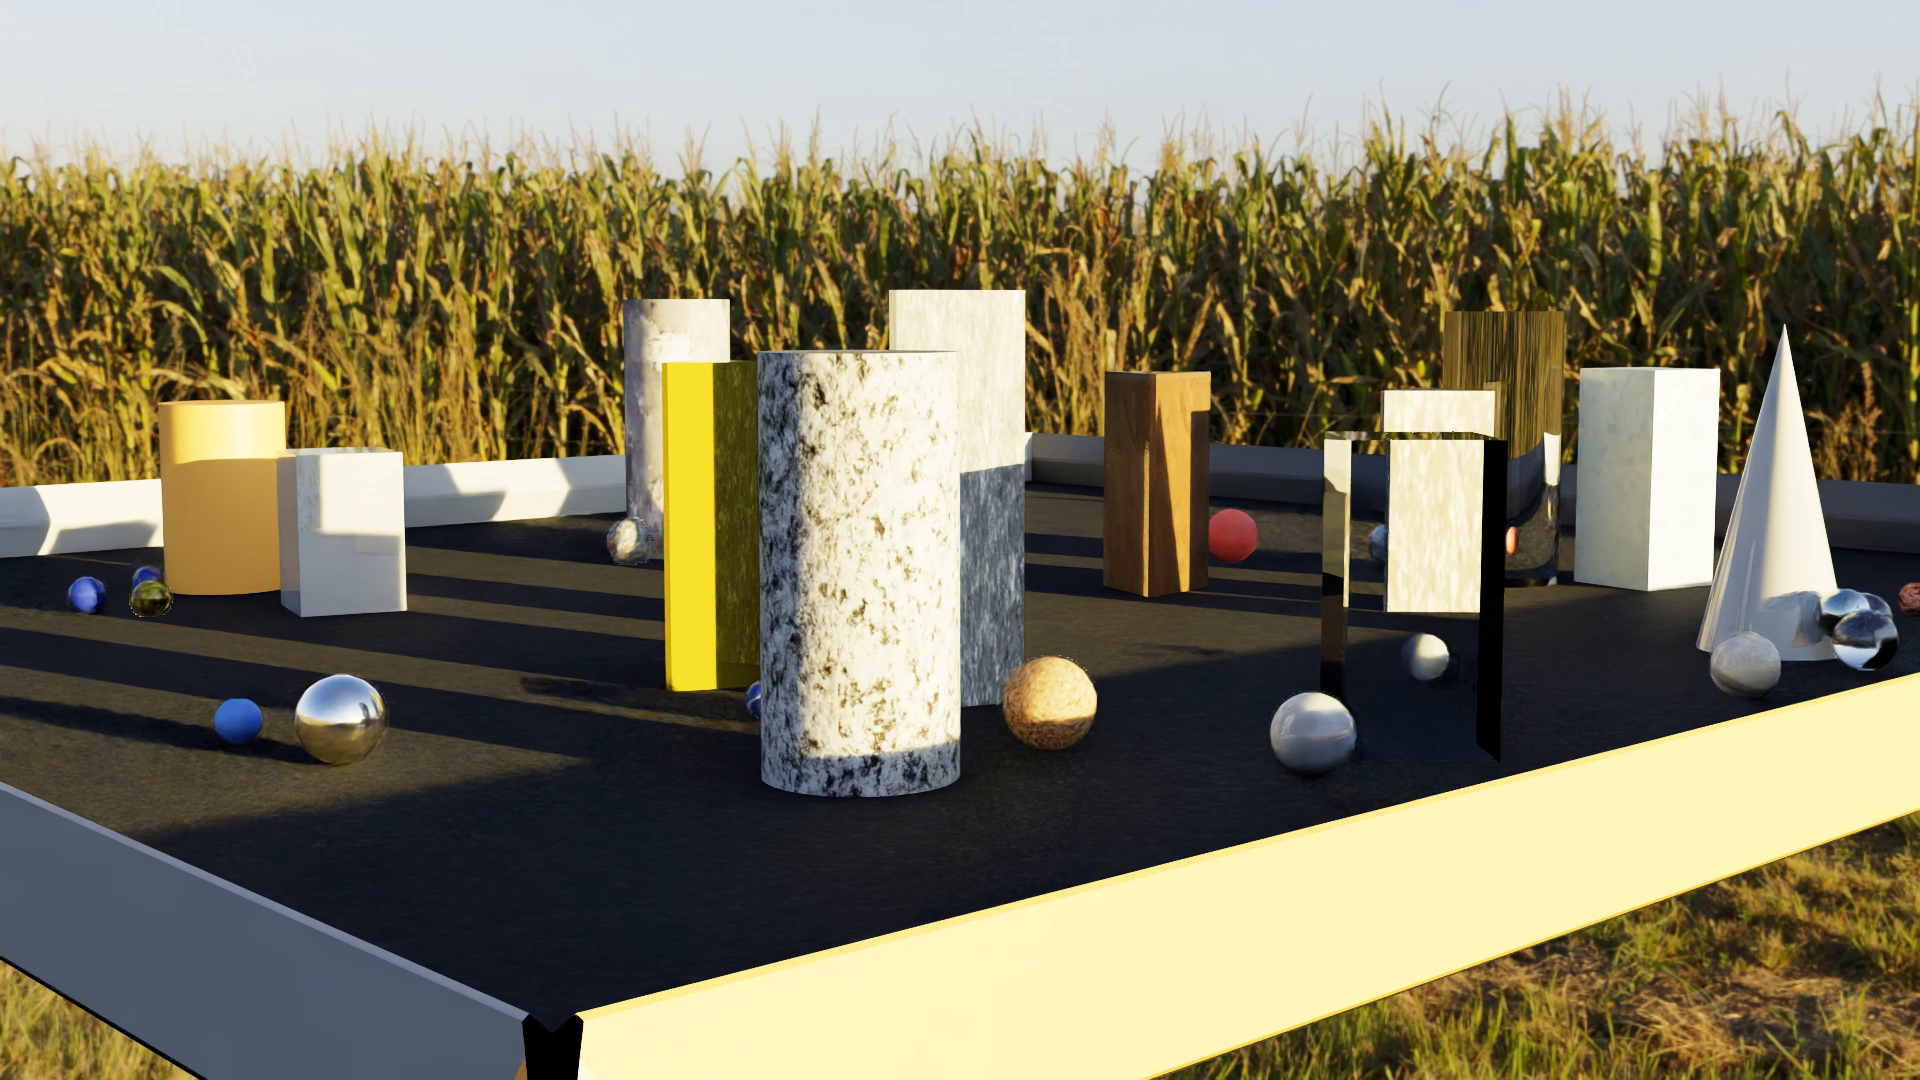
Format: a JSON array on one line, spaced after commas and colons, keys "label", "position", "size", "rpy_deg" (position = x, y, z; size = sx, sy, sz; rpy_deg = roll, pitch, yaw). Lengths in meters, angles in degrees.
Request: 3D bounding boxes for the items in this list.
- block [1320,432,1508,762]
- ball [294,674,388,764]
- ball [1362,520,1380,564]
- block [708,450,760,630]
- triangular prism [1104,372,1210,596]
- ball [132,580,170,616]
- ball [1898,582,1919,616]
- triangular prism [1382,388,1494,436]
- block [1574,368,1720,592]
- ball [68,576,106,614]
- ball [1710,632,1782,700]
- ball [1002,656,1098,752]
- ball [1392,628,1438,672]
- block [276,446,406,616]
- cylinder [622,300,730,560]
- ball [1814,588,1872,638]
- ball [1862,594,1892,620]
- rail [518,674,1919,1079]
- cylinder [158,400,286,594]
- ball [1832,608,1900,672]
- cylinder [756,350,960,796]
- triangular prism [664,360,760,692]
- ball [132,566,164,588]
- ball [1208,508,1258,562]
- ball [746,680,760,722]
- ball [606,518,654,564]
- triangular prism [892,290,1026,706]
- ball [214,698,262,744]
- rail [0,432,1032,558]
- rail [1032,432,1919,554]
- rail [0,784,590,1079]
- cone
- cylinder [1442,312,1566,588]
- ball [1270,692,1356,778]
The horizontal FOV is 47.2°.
[{"label": "block", "position": [0.454, 0.053, 2.220], "size": [0.152, 0.317, 0.152], "rpy_deg": [0, 6, 0]}, {"label": "ball", "position": [-0.606, 0.176, 2.151], "size": [0.088, 0.088, 0.088], "rpy_deg": [0, 6, 0]}, {"label": "ball", "position": [0.736, 0.005, 3.789], "size": [0.083, 0.083, 0.083], "rpy_deg": [0, 6, 0]}, {"label": "block", "position": [-0.254, -0.002, 3.114], "size": [0.152, 0.238, 0.152], "rpy_deg": [2, 6, 20]}, {"label": "triangular prism", "position": [0.290, -0.094, 3.489], "size": [0.142, 0.344, 0.164], "rpy_deg": [5, 8, 38]}, {"label": "ball", "position": [-1.172, 0.084, 3.183], "size": [0.053, 0.053, 0.053], "rpy_deg": [0, 6, 0]}, {"label": "ball", "position": [1.383, 0.086, 3.181], "size": [0.049, 0.049, 0.049], "rpy_deg": [0, 6, 0]}, {"label": "triangular prism", "position": [0.711, -0.068, 3.346], "size": [0.164, 0.322, 0.142], "rpy_deg": [0, 6, 2]}, {"label": "block", "position": [1.108, -0.103, 3.552], "size": [0.152, 0.347, 0.152], "rpy_deg": [-4, 7, -32]}, {"label": "ball", "position": [-1.277, 0.080, 3.218], "size": [0.053, 0.053, 0.053], "rpy_deg": [0, 6, 0]}, {"label": "ball", "position": [0.896, 0.143, 2.507], "size": [0.077, 0.077, 0.077], "rpy_deg": [0, 6, 0]}, {"label": "ball", "position": [0.091, 0.165, 2.215], "size": [0.095, 0.095, 0.095], "rpy_deg": [0, 6, 0]}, {"label": "ball", "position": [0.557, 0.135, 2.691], "size": [0.056, 0.056, 0.056], "rpy_deg": [0, 6, 0]}, {"label": "block", "position": [-0.920, -0.016, 3.268], "size": [0.152, 0.234, 0.152], "rpy_deg": [-3, 7, -27]}, {"label": "cylinder", "position": [-0.510, -0.204, 3.979], "size": [0.190, 0.459, 0.190], "rpy_deg": [0, 6, 0]}, {"label": "ball", "position": [1.113, 0.094, 2.770], "size": [0.067, 0.067, 0.067], "rpy_deg": [0, 6, 0]}, {"label": "ball", "position": [1.182, 0.101, 2.868], "size": [0.064, 0.064, 0.064], "rpy_deg": [0, 6, 0]}, {"label": "rail", "position": [1.071, 0.154, 2.178], "size": [3.465, 0.123, 0.045], "rpy_deg": [-6, 8, -42]}, {"label": "cylinder", "position": [-1.170, -0.071, 3.501], "size": [0.190, 0.295, 0.190], "rpy_deg": [0, 6, 0]}, {"label": "ball", "position": [1.114, 0.123, 2.705], "size": [0.076, 0.076, 0.076], "rpy_deg": [0, 6, 0]}, {"label": "cylinder", "position": [-0.095, 0.024, 2.082], "size": [0.190, 0.404, 0.190], "rpy_deg": [0, 6, 0]}, {"label": "triangular prism", "position": [-0.289, -0.024, 2.639], "size": [0.164, 0.382, 0.142], "rpy_deg": [-2, 6, -21]}, {"label": "ball", "position": [-1.262, 0.063, 3.419], "size": [0.046, 0.046, 0.046], "rpy_deg": [0, 6, 0]}, {"label": "ball", "position": [0.476, -0.007, 3.855], "size": [0.094, 0.094, 0.094], "rpy_deg": [0, 6, 0]}, {"label": "ball", "position": [-0.207, 0.173, 2.367], "size": [0.048, 0.048, 0.048], "rpy_deg": [0, 6, 0]}, {"label": "ball", "position": [-0.575, 0.002, 3.826], "size": [0.080, 0.080, 0.080], "rpy_deg": [0, 6, 0]}, {"label": "triangular prism", "position": [-0.032, -0.051, 2.504], "size": [0.164, 0.464, 0.142], "rpy_deg": [-3, 7, -27]}, {"label": "ball", "position": [-0.738, 0.185, 2.250], "size": [0.048, 0.048, 0.048], "rpy_deg": [0, 6, 0]}, {"label": "rail", "position": [-1.071, -0.090, 4.486], "size": [3.465, 0.123, 0.045], "rpy_deg": [-6, 8, -42]}, {"label": "rail", "position": [1.256, -0.090, 4.485], "size": [0.045, 0.123, 3.206], "rpy_deg": [-6, 8, -42]}, {"label": "rail", "position": [-1.256, 0.154, 2.180], "size": [0.045, 0.123, 3.206], "rpy_deg": [-6, 8, -42]}, {"label": "cone", "position": [1.064, -0.068, 2.859], "size": [0.190, 0.424, 0.190], "rpy_deg": [0, 6, 0]}, {"label": "cylinder", "position": [0.881, -0.152, 3.581], "size": [0.190, 0.439, 0.190], "rpy_deg": [0, 6, 0]}, {"label": "ball", "position": [0.336, 0.185, 2.092], "size": [0.081, 0.081, 0.081], "rpy_deg": [0, 6, 0]}]
